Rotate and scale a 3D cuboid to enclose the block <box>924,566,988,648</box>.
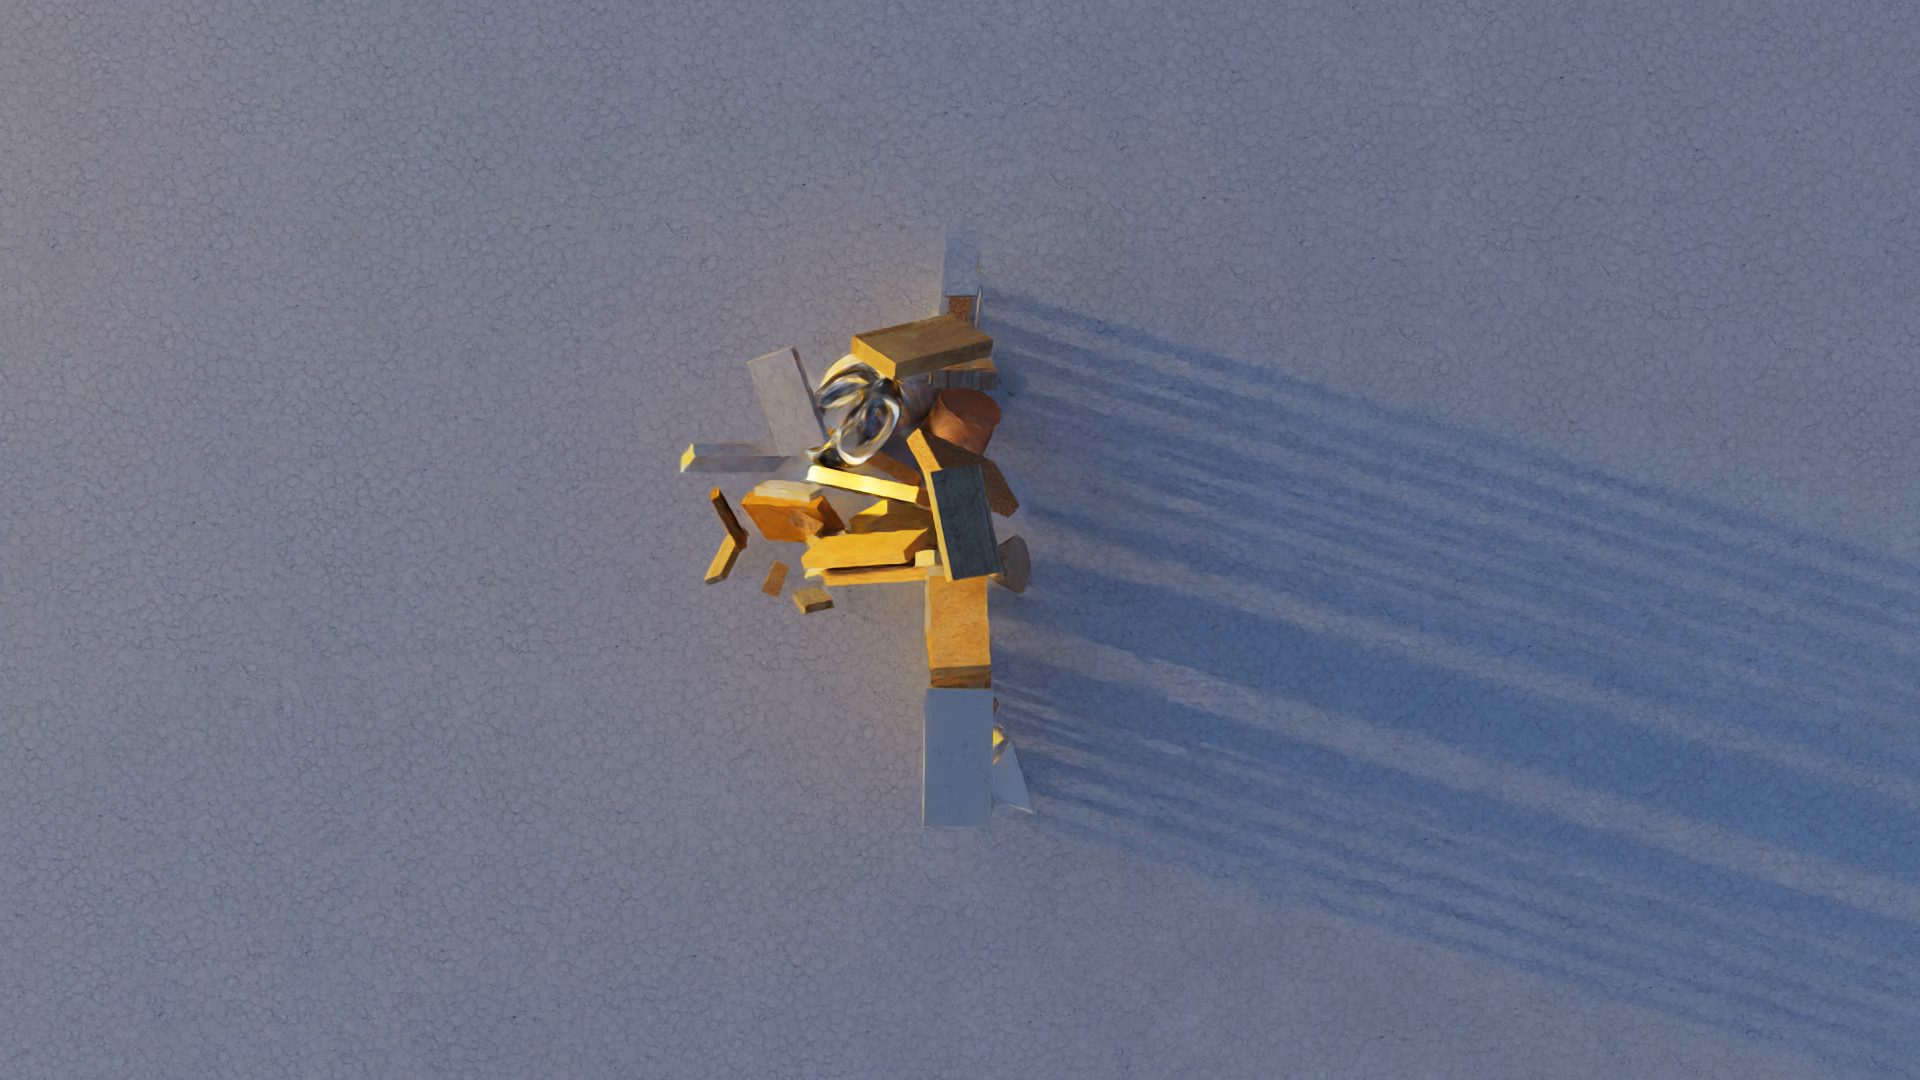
[{"bbox_3d":[-0.009,0.173,4.554,0.168,0.337,0.048,0,127,1],"label":"block"}]

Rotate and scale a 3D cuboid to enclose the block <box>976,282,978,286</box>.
[{"bbox_3d":[0.002,-0.738,4.787,0.092,0.185,0.026,6,100,1],"label":"block"}]

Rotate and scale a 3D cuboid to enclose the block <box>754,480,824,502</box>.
[{"bbox_3d":[-0.517,-0.150,5.012,0.189,0.095,0.027,8,109,23],"label":"block"}]

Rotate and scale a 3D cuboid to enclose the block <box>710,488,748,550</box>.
[{"bbox_3d":[-0.730,-0.068,5.212,0.027,0.095,0.189,-27,112,1],"label":"block"}]

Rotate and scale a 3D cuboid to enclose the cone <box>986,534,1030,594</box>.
[{"bbox_3d":[0.105,0.084,5.457,0.192,0.192,0.192,-3,90,27],"label":"cone"}]

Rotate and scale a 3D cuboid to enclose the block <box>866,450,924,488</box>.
[{"bbox_3d":[-0.284,-0.276,5.412,0.348,0.174,0.049,30,93,0],"label":"block"}]

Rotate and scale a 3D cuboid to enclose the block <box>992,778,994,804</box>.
[{"bbox_3d":[0.002,0.661,4.308,0.170,0.340,0.048,1,87,2],"label":"block"}]

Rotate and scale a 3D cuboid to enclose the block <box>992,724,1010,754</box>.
[{"bbox_3d":[0.068,0.626,4.972,0.165,0.082,0.023,-33,119,-1],"label":"block"}]

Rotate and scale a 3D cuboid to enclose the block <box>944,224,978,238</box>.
[{"bbox_3d":[0.002,-0.860,5.080,0.092,0.840,0.026,4,88,0],"label":"block"}]

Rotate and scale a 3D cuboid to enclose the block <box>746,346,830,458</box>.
[{"bbox_3d":[-0.478,-0.384,4.601,0.139,0.040,0.279,-16,101,17],"label":"block"}]

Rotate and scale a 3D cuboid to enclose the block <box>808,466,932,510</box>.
[{"bbox_3d":[-0.217,-0.137,4.435,0.415,0.141,0.040,13,87,42],"label":"block"}]

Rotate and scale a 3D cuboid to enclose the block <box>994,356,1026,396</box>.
[{"bbox_3d":[0.158,-0.547,5.491,0.063,0.018,0.125,-41,90,0],"label":"block"}]

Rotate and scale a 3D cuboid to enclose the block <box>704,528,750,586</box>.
[{"bbox_3d":[-0.753,0.054,5.325,0.027,0.095,0.189,40,54,-26],"label":"block"}]

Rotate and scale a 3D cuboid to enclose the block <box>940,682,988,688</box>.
[{"bbox_3d":[0.001,0.509,4.502,0.149,0.042,0.298,1,96,0],"label":"block"}]

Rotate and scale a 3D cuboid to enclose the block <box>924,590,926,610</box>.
[{"bbox_3d":[-0.022,0.178,5.320,0.179,0.357,0.051,5,97,0],"label":"block"}]

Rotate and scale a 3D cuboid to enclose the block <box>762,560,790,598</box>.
[{"bbox_3d":[-0.584,0.124,5.235,0.052,0.015,0.104,23,101,-11],"label":"block"}]

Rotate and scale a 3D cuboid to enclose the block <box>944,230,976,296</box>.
[{"bbox_3d":[0.001,-0.784,4.665,0.092,0.026,0.185,0,104,2],"label":"block"}]

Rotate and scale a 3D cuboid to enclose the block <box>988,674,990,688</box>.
[{"bbox_3d":[0.012,0.395,4.662,0.149,0.298,0.042,-1,93,1],"label":"block"}]

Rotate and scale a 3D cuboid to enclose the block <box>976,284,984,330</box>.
[{"bbox_3d":[0.003,-0.692,5.064,0.109,0.031,0.219,3,58,8],"label":"block"}]

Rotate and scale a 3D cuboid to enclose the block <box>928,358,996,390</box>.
[{"bbox_3d":[-0.004,-0.499,4.702,0.171,0.742,0.048,1,102,-3],"label":"block"}]

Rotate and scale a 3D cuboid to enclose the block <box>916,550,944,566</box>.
[{"bbox_3d":[-0.026,0.049,4.418,0.141,0.282,0.040,0,88,-11],"label":"block"}]

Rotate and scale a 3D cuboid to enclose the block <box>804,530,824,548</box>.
[{"bbox_3d":[-0.452,-0.011,5.152,0.052,0.015,0.104,-33,51,7],"label":"block"}]

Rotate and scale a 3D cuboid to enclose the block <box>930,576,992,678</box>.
[{"bbox_3d":[-0.001,0.215,4.153,0.144,0.041,0.287,-3,49,0],"label":"block"}]

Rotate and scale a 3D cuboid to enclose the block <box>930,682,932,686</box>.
[{"bbox_3d":[-0.005,0.528,4.851,0.149,0.634,0.042,-1,104,-2],"label":"block"}]

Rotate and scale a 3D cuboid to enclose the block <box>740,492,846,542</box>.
[{"bbox_3d":[-0.530,-0.068,5.304,0.049,0.348,0.174,-57,132,-30],"label":"block"}]

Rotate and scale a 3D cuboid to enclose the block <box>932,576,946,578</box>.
[{"bbox_3d":[-0.008,0.132,4.403,0.144,0.287,0.041,-4,96,0],"label":"block"}]

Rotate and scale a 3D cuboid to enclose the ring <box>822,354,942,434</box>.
[{"bbox_3d":[-0.251,-0.474,5.282,0.395,0.395,0.132,-8,59,0],"label":"ring"}]

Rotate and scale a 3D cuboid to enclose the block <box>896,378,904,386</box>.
[{"bbox_3d":[-0.200,-0.533,4.939,0.073,0.021,0.147,7,71,1],"label":"block"}]

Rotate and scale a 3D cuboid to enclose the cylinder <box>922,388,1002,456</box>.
[{"bbox_3d":[-0.006,-0.352,5.290,0.213,0.213,0.213,28,125,0],"label":"cylinder"}]

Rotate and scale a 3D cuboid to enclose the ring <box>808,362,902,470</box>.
[{"bbox_3d":[-0.319,-0.364,4.835,0.349,0.349,0.116,-52,130,0],"label":"ring"}]

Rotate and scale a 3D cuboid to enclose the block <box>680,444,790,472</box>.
[{"bbox_3d":[-0.641,-0.235,4.700,0.279,0.140,0.040,-2,75,-25],"label":"block"}]

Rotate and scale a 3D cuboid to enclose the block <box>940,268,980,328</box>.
[{"bbox_3d":[-0.004,-0.704,4.926,0.109,0.031,0.219,7,117,2],"label":"block"}]

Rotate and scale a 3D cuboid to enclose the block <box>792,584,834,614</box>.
[{"bbox_3d":[-0.462,0.185,5.171,0.092,0.184,0.026,-12,106,-15],"label":"block"}]

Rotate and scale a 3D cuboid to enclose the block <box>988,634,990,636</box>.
[{"bbox_3d":[-0.002,0.291,4.643,0.168,0.337,0.048,-1,89,0],"label":"block"}]

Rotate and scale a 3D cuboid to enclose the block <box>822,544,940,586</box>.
[{"bbox_3d":[-0.204,0.072,4.909,0.400,0.168,0.048,-4,110,36],"label":"block"}]

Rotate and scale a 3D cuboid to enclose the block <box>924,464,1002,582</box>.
[{"bbox_3d":[0.010,-0.043,4.206,0.141,0.040,0.282,-10,85,-23],"label":"block"}]

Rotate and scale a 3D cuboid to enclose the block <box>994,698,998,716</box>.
[{"bbox_3d":[0.050,0.617,5.283,0.082,0.467,0.023,-10,63,-13],"label":"block"}]

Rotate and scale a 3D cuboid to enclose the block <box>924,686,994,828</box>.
[{"bbox_3d":[-0.003,0.539,4.103,0.170,0.048,0.340,1,90,2],"label":"block"}]

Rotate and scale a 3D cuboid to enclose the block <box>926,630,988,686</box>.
[{"bbox_3d":[-0.009,0.297,4.248,0.144,0.287,0.041,-5,108,-2],"label":"block"}]

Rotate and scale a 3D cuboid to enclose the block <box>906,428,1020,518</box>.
[{"bbox_3d":[0.011,-0.178,4.423,0.048,0.341,0.171,-42,55,21],"label":"block"}]

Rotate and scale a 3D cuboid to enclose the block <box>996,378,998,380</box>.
[{"bbox_3d":[0.057,-0.509,5.442,0.125,0.063,0.018,-32,67,26],"label":"block"}]

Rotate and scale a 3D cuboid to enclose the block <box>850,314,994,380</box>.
[{"bbox_3d":[-0.096,-0.505,4.295,0.171,0.341,0.048,36,129,35],"label":"block"}]

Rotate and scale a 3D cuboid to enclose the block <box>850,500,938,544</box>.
[{"bbox_3d":[-0.165,-0.044,5.317,0.174,0.348,0.049,-27,61,39],"label":"block"}]

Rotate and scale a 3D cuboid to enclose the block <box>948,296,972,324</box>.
[{"bbox_3d":[-0.006,-0.641,4.777,0.063,0.018,0.125,9,95,0],"label":"block"}]

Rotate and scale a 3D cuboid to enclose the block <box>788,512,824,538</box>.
[{"bbox_3d":[-0.481,-0.050,5.156,0.104,0.015,0.052,25,59,24],"label":"block"}]

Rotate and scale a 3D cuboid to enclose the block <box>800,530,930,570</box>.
[{"bbox_3d":[-0.281,0.028,4.879,0.376,0.140,0.040,-4,115,34],"label":"block"}]

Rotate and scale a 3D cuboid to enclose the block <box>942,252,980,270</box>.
[{"bbox_3d":[0.002,-0.799,5.188,0.109,0.625,0.031,5,83,0],"label":"block"}]

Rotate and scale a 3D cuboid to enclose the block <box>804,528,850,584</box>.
[{"bbox_3d":[-0.409,0.050,5.105,0.092,0.194,0.026,-15,126,32],"label":"block"}]

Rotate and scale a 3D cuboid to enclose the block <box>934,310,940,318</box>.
[{"bbox_3d":[-0.028,-0.618,5.298,0.093,0.026,0.267,0,132,5],"label":"block"}]

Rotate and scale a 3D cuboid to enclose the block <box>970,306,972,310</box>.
[{"bbox_3d":[0.001,-0.685,4.845,0.063,0.125,0.018,5,104,0],"label":"block"}]

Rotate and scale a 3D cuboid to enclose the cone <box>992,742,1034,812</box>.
[{"bbox_3d":[0.167,0.816,5.388,0.220,0.220,0.220,45,90,1],"label":"cone"}]

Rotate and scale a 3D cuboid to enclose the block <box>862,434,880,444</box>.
[{"bbox_3d":[-0.323,-0.362,5.466,0.131,0.066,0.019,34,88,0],"label":"block"}]
